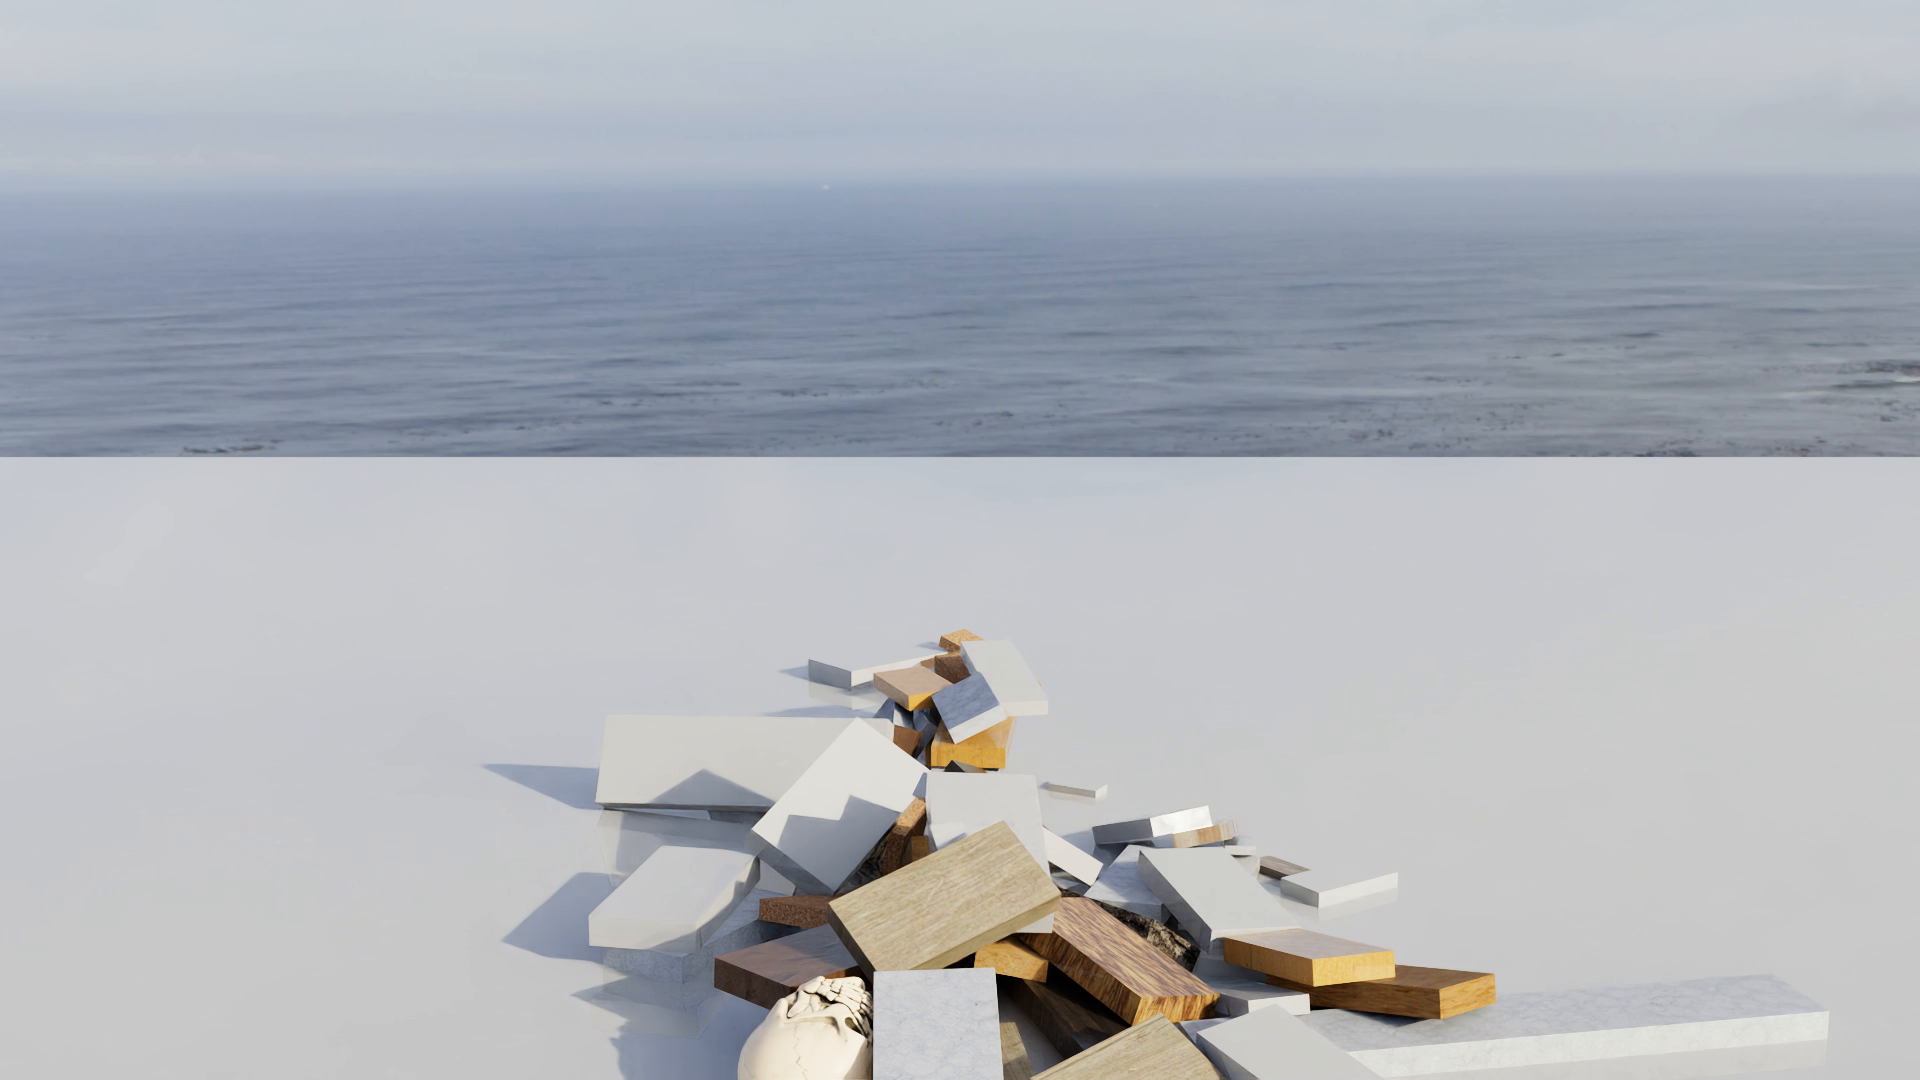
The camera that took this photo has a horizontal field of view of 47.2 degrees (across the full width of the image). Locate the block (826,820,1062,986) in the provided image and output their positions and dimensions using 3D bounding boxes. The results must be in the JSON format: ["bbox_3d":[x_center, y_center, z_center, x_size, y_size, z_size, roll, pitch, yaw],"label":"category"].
[{"bbox_3d":[-0.022,0.512,3.070,0.293,0.042,0.147,-22,52,-26],"label":"block"}]

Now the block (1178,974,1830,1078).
[{"bbox_3d":[0.759,0.682,3.061,0.903,0.041,0.144,-2,11,-11],"label":"block"}]

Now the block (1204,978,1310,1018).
[{"bbox_3d":[0.408,0.652,3.125,0.095,0.027,0.190,-1,-4,-21],"label":"block"}]

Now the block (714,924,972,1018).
[{"bbox_3d":[-0.161,0.590,3.111,0.152,0.043,0.359,10,12,42],"label":"block"}]

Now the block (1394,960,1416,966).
[{"bbox_3d":[0.614,0.648,3.305,0.134,0.019,0.067,3,11,16],"label":"block"}]

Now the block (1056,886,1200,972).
[{"bbox_3d":[0.228,0.590,3.377,0.262,0.037,0.131,11,-20,45],"label":"block"}]

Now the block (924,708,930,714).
[{"bbox_3d":[0.001,0.390,4.421,0.140,0.040,0.279,-1,25,-2],"label":"block"}]

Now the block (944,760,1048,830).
[{"bbox_3d":[0.078,0.472,3.832,0.229,0.032,0.114,40,8,31],"label":"block"}]

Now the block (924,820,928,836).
[{"bbox_3d":[-0.011,0.480,3.767,0.085,0.024,0.300,1,7,3],"label":"block"}]

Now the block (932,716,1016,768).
[{"bbox_3d":[0.029,0.365,4.143,0.136,0.039,0.272,1,14,6],"label":"block"}]

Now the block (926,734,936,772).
[{"bbox_3d":[0.003,0.434,4.136,0.136,0.039,0.272,0,25,0],"label":"block"}]

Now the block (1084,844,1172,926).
[{"bbox_3d":[0.302,0.564,3.603,0.131,0.037,0.262,2,12,21],"label":"block"}]

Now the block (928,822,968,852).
[{"bbox_3d":[-0.008,0.452,3.172,0.050,0.014,0.100,-5,46,-18],"label":"block"}]

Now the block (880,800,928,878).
[{"bbox_3d":[-0.094,0.520,3.782,0.026,0.093,0.186,16,14,10],"label":"block"}]

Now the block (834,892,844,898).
[{"bbox_3d":[-0.203,0.600,3.578,0.050,0.014,0.100,7,12,32],"label":"block"}]

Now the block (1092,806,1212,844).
[{"bbox_3d":[0.333,0.499,3.842,0.114,0.032,0.229,-9,-7,-24],"label":"block"}]

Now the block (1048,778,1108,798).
[{"bbox_3d":[0.227,0.477,4.238,0.101,0.014,0.050,6,12,29],"label":"block"}]

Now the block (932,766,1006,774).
[{"bbox_3d":[0.014,0.481,3.949,0.136,0.039,0.272,0,26,0],"label":"block"}]

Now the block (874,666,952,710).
[{"bbox_3d":[-0.086,0.291,4.330,0.107,0.030,0.213,-7,11,-20],"label":"block"}]

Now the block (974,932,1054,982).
[{"bbox_3d":[0.097,0.595,3.250,0.106,0.030,0.211,9,10,12],"label":"block"}]

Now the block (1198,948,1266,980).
[{"bbox_3d":[0.458,0.639,3.336,0.182,0.026,0.091,3,11,16],"label":"block"}]

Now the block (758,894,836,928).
[{"bbox_3d":[-0.191,0.579,3.395,0.229,0.032,0.114,0,-4,43],"label":"block"}]

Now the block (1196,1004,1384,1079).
[{"bbox_3d":[0.446,0.698,2.836,0.139,0.039,0.277,-11,24,-32],"label":"block"}]

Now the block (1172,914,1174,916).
[{"bbox_3d":[0.397,0.598,3.574,0.134,0.019,0.067,6,12,31],"label":"block"}]

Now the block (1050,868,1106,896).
[{"bbox_3d":[0.157,0.577,3.665,0.190,0.027,0.095,-10,15,-43],"label":"block"}]

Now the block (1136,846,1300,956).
[{"bbox_3d":[0.402,0.563,3.450,0.147,0.042,0.300,1,16,-18],"label":"block"}]

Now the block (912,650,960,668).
[{"bbox_3d":[-0.037,0.281,4.942,0.130,0.037,0.259,-16,-5,-9],"label":"block"}]

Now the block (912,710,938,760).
[{"bbox_3d":[-0.107,0.412,4.214,0.024,0.171,0.086,35,3,-14],"label":"block"}]

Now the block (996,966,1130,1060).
[{"bbox_3d":[0.163,0.657,3.136,0.139,0.039,0.520,3,10,-18],"label":"block"}]

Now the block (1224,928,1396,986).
[{"bbox_3d":[0.502,0.603,3.183,0.131,0.037,0.262,-2,-2,-21],"label":"block"}]

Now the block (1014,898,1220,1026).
[{"bbox_3d":[0.213,0.601,3.157,0.152,0.043,0.304,7,14,-39],"label":"block"}]

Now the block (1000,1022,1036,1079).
[{"bbox_3d":[0.016,0.717,2.863,0.161,0.046,0.321,-1,11,-7],"label":"block"}]

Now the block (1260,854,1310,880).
[{"bbox_3d":[0.548,0.564,3.768,0.050,0.014,0.101,-8,13,-37],"label":"block"}]

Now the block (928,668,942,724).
[{"bbox_3d":[0.007,0.316,4.438,0.140,0.040,0.279,0,12,-1],"label":"block"}]

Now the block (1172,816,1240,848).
[{"bbox_3d":[0.427,0.505,3.805,0.095,0.027,0.254,-13,-6,9],"label":"block"}]

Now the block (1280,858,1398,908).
[{"bbox_3d":[0.636,0.574,3.686,0.182,0.026,0.091,-7,13,-34],"label":"block"}]

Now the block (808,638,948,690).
[{"bbox_3d":[-0.174,0.290,5.161,0.332,0.046,0.161,-9,14,-40],"label":"block"}]

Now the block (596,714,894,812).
[{"bbox_3d":[-0.400,0.415,4.078,0.549,0.168,0.048,0,-19,13],"label":"block"}]

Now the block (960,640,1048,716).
[{"bbox_3d":[0.084,0.269,4.308,0.107,0.030,0.284,-2,22,-13],"label":"block"}]

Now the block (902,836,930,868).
[{"bbox_3d":[-0.002,0.519,3.554,0.167,0.047,0.334,-1,-14,-4],"label":"block"}]

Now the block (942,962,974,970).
[{"bbox_3d":[-0.035,0.644,3.073,0.161,0.046,0.321,-1,-1,0],"label":"block"}]

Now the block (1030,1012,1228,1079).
[{"bbox_3d":[0.214,0.700,2.786,0.139,0.039,0.277,42,32,27],"label":"block"}]

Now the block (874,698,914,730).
[{"bbox_3d":[-0.157,0.401,4.260,0.046,0.161,0.321,37,8,-7],"label":"block"}]

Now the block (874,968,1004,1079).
[{"bbox_3d":[-0.028,0.659,2.777,0.161,0.046,0.321,-2,26,-1],"label":"block"}]

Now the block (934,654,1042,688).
[{"bbox_3d":[0.054,0.278,4.432,0.130,0.037,0.267,-4,13,-19],"label":"block"}]

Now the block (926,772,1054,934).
[{"bbox_3d":[0.040,0.459,3.266,0.167,0.047,0.334,2,27,-5],"label":"block"}]

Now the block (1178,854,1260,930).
[{"bbox_3d":[0.424,0.571,3.580,0.091,0.026,0.280,2,13,15],"label":"block"}]

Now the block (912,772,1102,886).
[{"bbox_3d":[0.077,0.469,3.563,0.293,0.042,0.147,34,-16,-27],"label":"block"}]

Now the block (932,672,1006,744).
[{"bbox_3d":[0.015,0.313,4.123,0.107,0.030,0.213,-26,16,-3],"label":"block"}]

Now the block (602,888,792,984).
[{"bbox_3d":[-0.401,0.611,3.440,0.152,0.043,0.304,6,12,30],"label":"block"}]

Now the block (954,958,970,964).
[{"bbox_3d":[-0.017,0.636,3.381,0.054,0.015,0.109,-1,11,-5],"label":"block"}]

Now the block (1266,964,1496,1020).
[{"bbox_3d":[0.596,0.635,3.124,0.287,0.041,0.144,-4,-3,44],"label":"block"}]

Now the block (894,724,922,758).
[{"bbox_3d":[-0.139,0.425,4.062,0.085,0.171,0.024,15,-9,16],"label":"block"}]

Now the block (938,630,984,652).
[{"bbox_3d":[0.052,0.268,5.175,0.187,0.027,0.094,27,24,30],"label":"block"}]

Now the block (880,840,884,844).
[{"bbox_3d":[-0.227,0.520,3.976,0.186,0.026,0.093,1,11,7],"label":"block"}]

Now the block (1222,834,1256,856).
[{"bbox_3d":[0.481,0.525,3.804,0.050,0.014,0.272,1,-3,6],"label":"block"}]

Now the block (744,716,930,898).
[{"bbox_3d":[-0.198,0.450,3.681,0.168,0.048,0.337,36,42,8],"label":"block"}]

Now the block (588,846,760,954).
[{"bbox_3d":[-0.443,0.561,3.458,0.168,0.048,0.337,2,11,11],"label":"block"}]
